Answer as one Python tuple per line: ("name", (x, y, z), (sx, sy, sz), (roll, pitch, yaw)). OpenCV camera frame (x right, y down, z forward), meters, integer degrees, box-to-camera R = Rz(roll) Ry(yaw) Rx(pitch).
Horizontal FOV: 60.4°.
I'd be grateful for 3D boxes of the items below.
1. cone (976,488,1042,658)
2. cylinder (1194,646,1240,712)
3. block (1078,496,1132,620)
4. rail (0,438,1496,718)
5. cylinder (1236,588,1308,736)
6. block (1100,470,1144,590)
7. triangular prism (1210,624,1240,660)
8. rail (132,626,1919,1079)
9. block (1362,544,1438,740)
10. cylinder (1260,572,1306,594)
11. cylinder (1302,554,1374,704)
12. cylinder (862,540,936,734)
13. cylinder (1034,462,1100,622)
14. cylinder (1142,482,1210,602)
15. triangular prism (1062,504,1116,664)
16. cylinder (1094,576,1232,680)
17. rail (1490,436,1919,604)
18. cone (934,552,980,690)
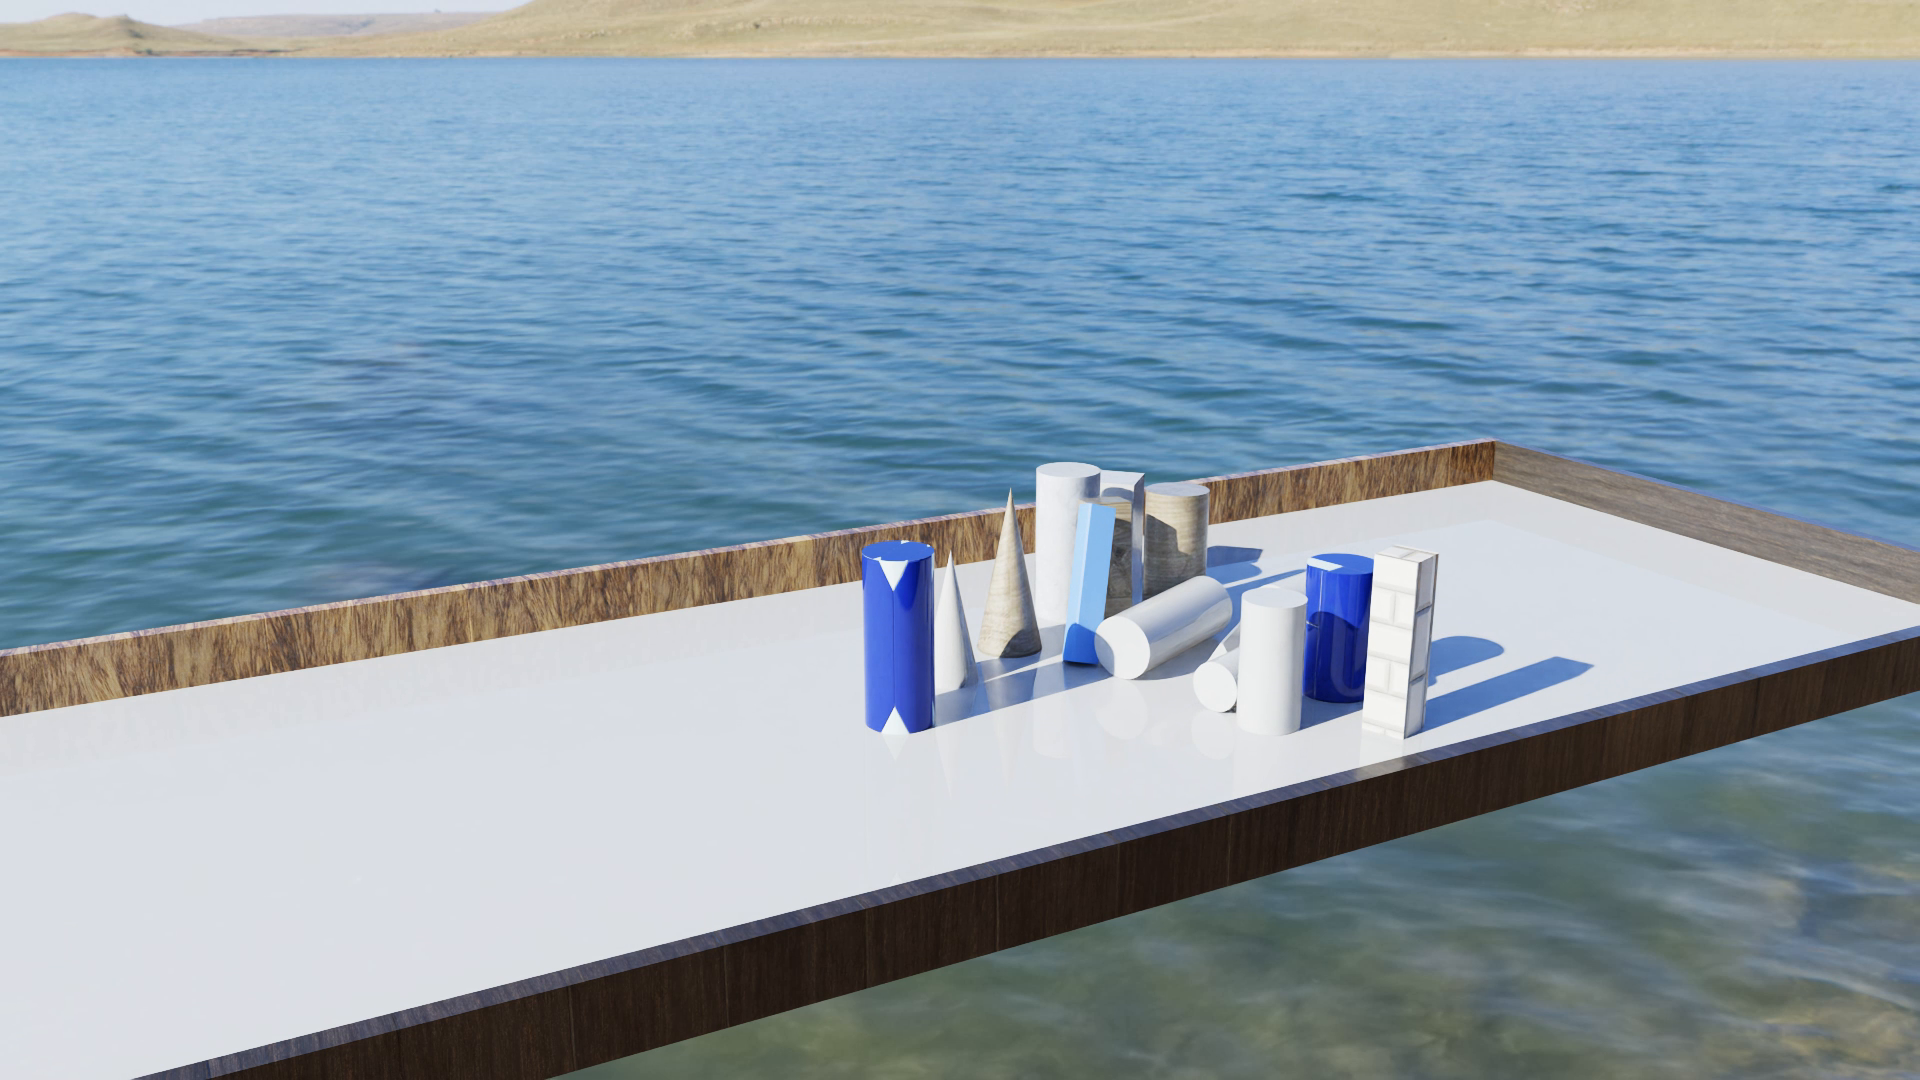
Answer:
("cone", (0.132, 0.073, 4.325), (0.174, 0.440, 0.174), (0, 16, 0))
("cylinder", (0.724, 0.315, 4.064), (0.124, 0.124, 0.346), (14, 21, 40))
("block", (0.388, 0.075, 4.424), (0.116, 0.368, 0.116), (-3, 9, -10))
("rail", (-3.305, 0.497, 3.399), (12.000, 0.150, 0.050), (-9, 18, -27))
("cylinder", (0.725, 0.282, 3.841), (0.150, 0.312, 0.150), (0, 16, 0))
("block", (0.451, -0.026, 4.865), (0.149, 0.327, 0.149), (5, 17, 17))
("triangular prism", (0.723, 0.263, 4.279), (0.112, 0.097, 0.329), (7, 18, 24))
("rail", (-2.336, 1.006, 1.665), (12.000, 0.150, 0.050), (-9, 18, -27))
("block", (1.014, 0.235, 3.803), (0.105, 0.425, 0.105), (14, 22, 40))
("cylinder", (0.975, 0.160, 4.533), (0.369, 0.155, 0.155), (-14, 22, -40))
("cylinder", (0.930, 0.215, 4.040), (0.176, 0.329, 0.176), (0, 16, 0))
("cylinder", (-0.142, 0.226, 3.841), (0.167, 0.419, 0.167), (0, 16, 0))
("cylinder", (0.299, 0.004, 4.609), (0.177, 0.413, 0.177), (0, 16, 0))
("cylinder", (0.598, 0.035, 4.584), (0.175, 0.361, 0.175), (0, 15, 0))
("triangular prism", (0.318, 0.112, 4.270), (0.096, 0.406, 0.083), (9, -4, -42))
("cylinder", (0.535, 0.224, 4.303), (0.164, 0.164, 0.423), (12, 20, 36))
("rail", (2.466, -0.048, 5.253), (0.050, 0.150, 2.100), (-9, 18, -27))
("cone", (-0.023, 0.187, 4.116), (0.144, 0.340, 0.144), (0, 16, 0))
